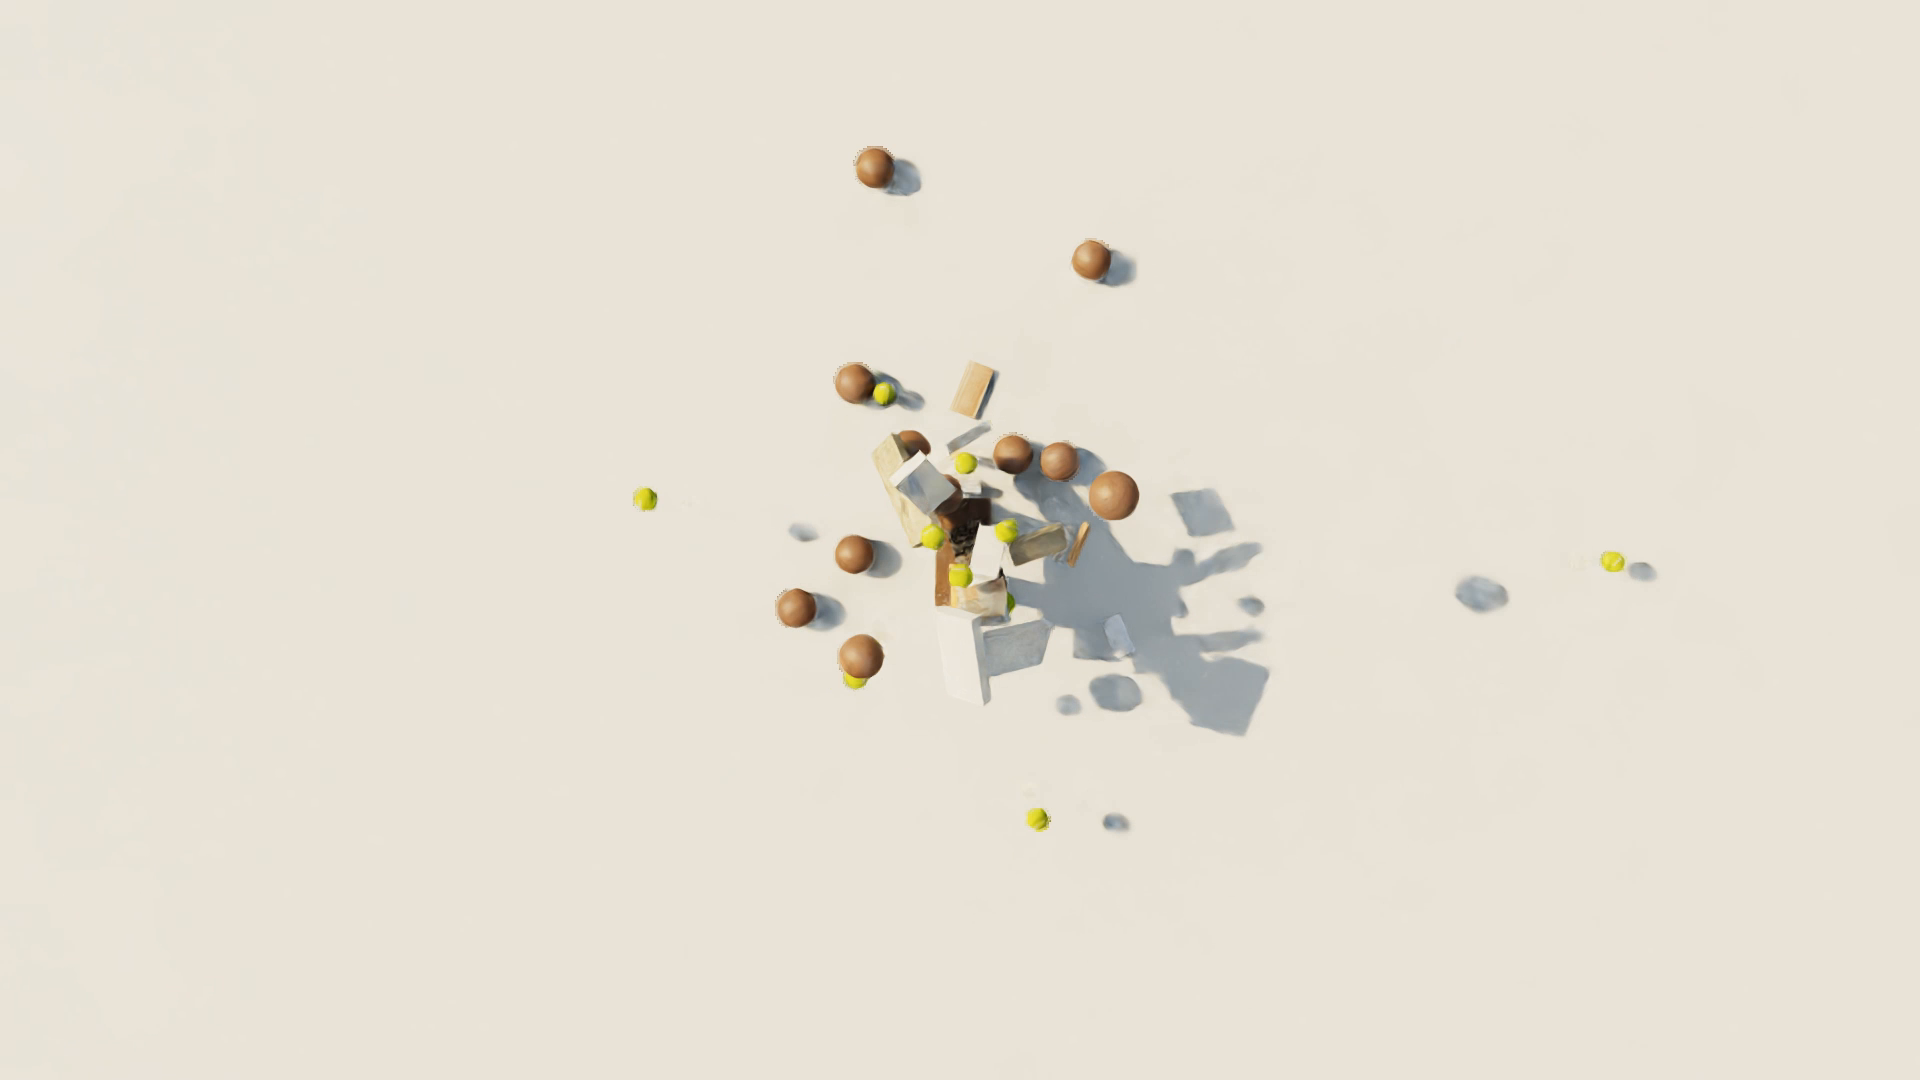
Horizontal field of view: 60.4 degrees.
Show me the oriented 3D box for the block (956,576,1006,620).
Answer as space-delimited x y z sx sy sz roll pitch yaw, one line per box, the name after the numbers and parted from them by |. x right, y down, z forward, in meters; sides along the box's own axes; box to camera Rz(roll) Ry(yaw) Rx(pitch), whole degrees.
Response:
0.063 0.180 4.783 0.137 0.274 0.039 -16 73 -4 | block

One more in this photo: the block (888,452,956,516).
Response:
-0.101 -0.154 4.546 0.114 0.228 0.032 -42 60 2 | block

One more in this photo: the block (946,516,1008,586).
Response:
0.051 0.054 5.038 0.118 0.034 0.237 -23 62 5 | block

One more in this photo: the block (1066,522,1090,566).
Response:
0.369 0.014 5.148 0.019 0.067 0.134 22 83 12 | block

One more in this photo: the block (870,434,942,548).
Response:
-0.163 -0.148 4.946 0.114 0.032 0.339 -43 63 38 | block

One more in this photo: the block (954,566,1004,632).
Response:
0.060 0.195 4.949 0.118 0.034 0.237 -9 86 6 | block

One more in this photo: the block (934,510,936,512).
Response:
0.004 -0.075 5.331 0.167 0.335 0.047 -5 96 0 | block

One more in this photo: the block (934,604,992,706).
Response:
0.009 0.326 4.648 0.137 0.039 0.274 14 122 39 | block

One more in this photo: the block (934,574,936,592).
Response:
0.004 0.131 5.332 0.167 0.335 0.047 -1 92 0 | block

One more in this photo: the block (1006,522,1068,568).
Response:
0.235 0.015 5.010 0.176 0.025 0.088 -20 130 -2 | block

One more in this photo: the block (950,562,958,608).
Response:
0.033 0.189 5.084 0.118 0.034 0.237 0 95 14 | block

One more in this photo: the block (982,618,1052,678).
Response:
0.130 0.329 4.895 0.039 0.391 0.137 26 111 34 | block

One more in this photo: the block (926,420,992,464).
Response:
-0.011 -0.272 4.715 0.114 0.228 0.032 -29 93 40 | block

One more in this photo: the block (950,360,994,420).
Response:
0.039 -0.500 5.488 0.088 0.025 0.176 22 90 0 | block

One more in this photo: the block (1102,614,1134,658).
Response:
0.526 0.320 5.491 0.067 0.019 0.134 -23 90 0 | block

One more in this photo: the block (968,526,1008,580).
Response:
0.085 0.038 4.935 0.088 0.025 0.176 7 56 9 | block

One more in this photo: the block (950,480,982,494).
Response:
0.001 -0.176 5.461 0.139 0.069 0.020 -3 111 -2 | block

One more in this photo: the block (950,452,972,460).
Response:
0.003 -0.276 5.431 0.069 0.139 0.020 0 90 0 | block

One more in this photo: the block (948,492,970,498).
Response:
-0.004 -0.142 5.432 0.069 0.139 0.020 -2 113 0 | block

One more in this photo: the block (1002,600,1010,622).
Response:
0.117 0.191 5.075 0.019 0.067 0.134 -6 83 -37 | block

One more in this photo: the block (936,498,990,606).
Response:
0.009 0.038 5.139 0.167 0.047 0.335 1 90 0 | block
